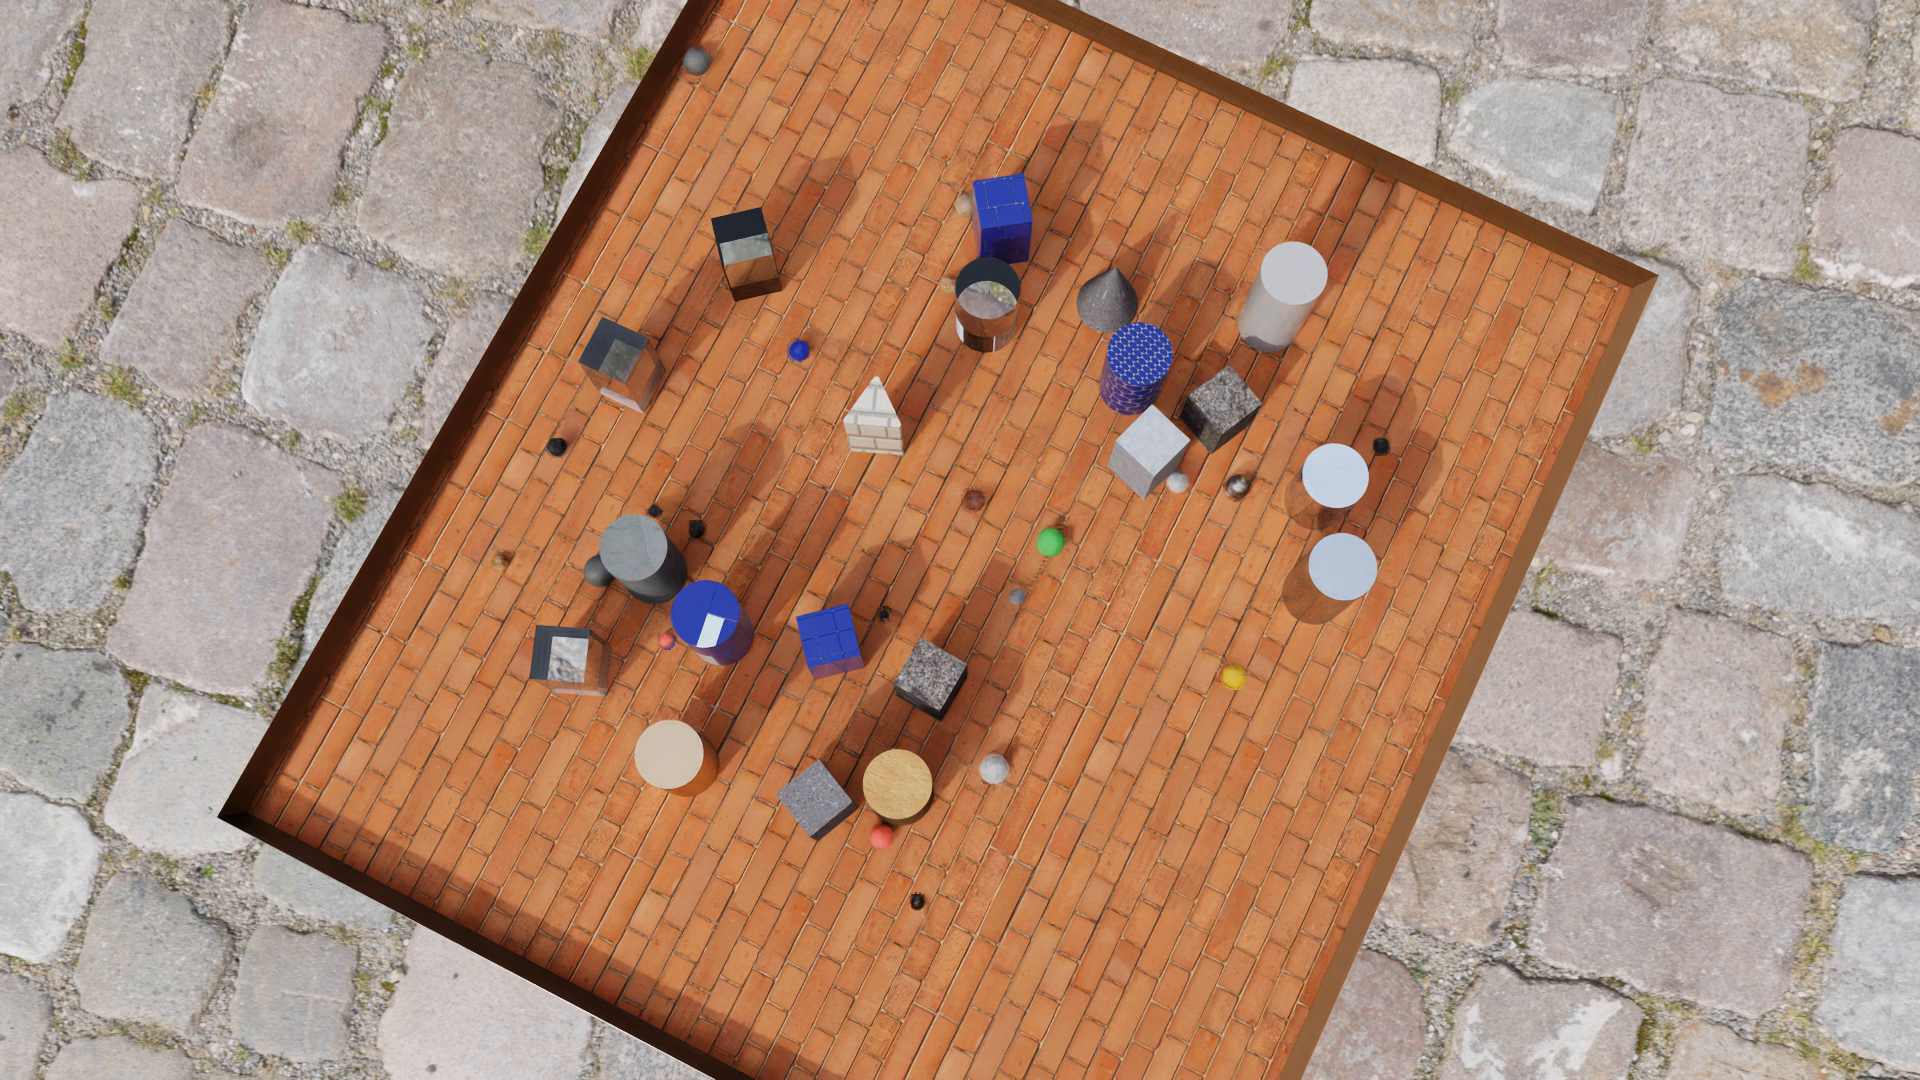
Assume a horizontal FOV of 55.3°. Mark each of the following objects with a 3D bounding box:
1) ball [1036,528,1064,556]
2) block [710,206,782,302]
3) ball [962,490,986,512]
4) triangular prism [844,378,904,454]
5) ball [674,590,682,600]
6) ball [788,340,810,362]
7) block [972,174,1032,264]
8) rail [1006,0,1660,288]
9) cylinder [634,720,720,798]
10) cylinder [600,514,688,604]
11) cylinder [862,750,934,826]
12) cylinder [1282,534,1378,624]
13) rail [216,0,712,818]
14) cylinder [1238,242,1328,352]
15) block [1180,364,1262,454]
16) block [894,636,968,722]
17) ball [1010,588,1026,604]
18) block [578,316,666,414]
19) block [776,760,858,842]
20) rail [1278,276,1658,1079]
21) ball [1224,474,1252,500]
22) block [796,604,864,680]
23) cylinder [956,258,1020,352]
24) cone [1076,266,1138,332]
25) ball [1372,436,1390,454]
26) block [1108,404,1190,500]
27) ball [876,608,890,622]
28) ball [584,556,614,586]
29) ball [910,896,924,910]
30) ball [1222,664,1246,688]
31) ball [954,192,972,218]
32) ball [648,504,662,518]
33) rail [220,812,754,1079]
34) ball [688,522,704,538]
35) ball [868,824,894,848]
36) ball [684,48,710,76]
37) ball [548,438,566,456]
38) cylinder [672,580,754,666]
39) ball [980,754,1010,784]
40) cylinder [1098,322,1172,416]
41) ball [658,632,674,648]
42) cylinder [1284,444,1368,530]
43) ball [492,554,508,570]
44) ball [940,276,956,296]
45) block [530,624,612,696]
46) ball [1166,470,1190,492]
[{"bbox_3d":[0.275,0.007,5.570,0.087,0.087,0.087,0,78,0],"label":"ball"},{"bbox_3d":[-0.653,-0.874,5.632,0.155,0.323,0.155,-13,79,-3],"label":"block"},{"bbox_3d":[0.043,-0.122,5.607,0.069,0.069,0.069,0,78,0],"label":"ball"},{"bbox_3d":[-0.251,-0.376,5.526,0.168,0.330,0.145,5,78,1],"label":"triangular prism"},{"bbox_3d":[-0.840,0.176,5.555,0.050,0.050,0.050,0,78,0],"label":"ball"},{"bbox_3d":[-0.500,-0.588,5.704,0.066,0.066,0.066,0,78,0],"label":"ball"},{"bbox_3d":[0.127,-0.979,5.646,0.155,0.338,0.155,-9,78,-2],"label":"block"},{"bbox_3d":[0.753,-1.468,5.855,3.122,0.126,0.045,26,80,5],"label":"rail"},{"bbox_3d":[-0.816,0.636,5.308,0.194,0.347,0.194,0,78,0],"label":"cylinder"},{"bbox_3d":[-0.929,0.061,5.405,0.194,0.390,0.194,0,78,0],"label":"cylinder"},{"bbox_3d":[-0.174,0.717,5.284,0.194,0.361,0.194,0,78,0],"label":"cylinder"},{"bbox_3d":[1.078,0.119,5.370,0.194,0.434,0.194,0,78,0],"label":"cylinder"},{"bbox_3d":[-1.375,-0.666,5.689,0.045,0.126,3.415,26,80,5],"label":"rail"},{"bbox_3d":[0.969,-0.728,5.536,0.194,0.453,0.194,0,78,0],"label":"cylinder"},{"bbox_3d":[0.791,-0.395,5.574,0.155,0.242,0.155,-37,81,-7],"label":"block"},{"bbox_3d":[-0.084,0.412,5.379,0.155,0.299,0.155,30,80,6],"label":"block"},{"bbox_3d":[0.174,0.172,5.556,0.048,0.048,0.048,0,78,0],"label":"ball"},{"bbox_3d":[-1.022,-0.527,5.559,0.155,0.325,0.155,25,79,5],"label":"block"},{"bbox_3d":[-0.410,0.756,5.303,0.155,0.307,0.155,-39,81,-7],"label":"block"},{"bbox_3d":[1.375,0.680,5.411,0.045,0.126,3.415,26,80,5],"label":"rail"},{"bbox_3d":[0.852,-0.164,5.610,0.080,0.080,0.080,0,78,0],"label":"ball"},{"bbox_3d":[-0.381,0.303,5.418,0.155,0.265,0.155,-14,79,-3],"label":"block"},{"bbox_3d":[0.082,-0.714,5.597,0.194,0.328,0.194,0,78,0],"label":"cylinder"},{"bbox_3d":[0.464,-0.778,5.605,0.194,0.338,0.194,0,78,0],"label":"cone"},{"bbox_3d":[1.298,-0.291,5.650,0.053,0.053,0.053,0,78,0],"label":"ball"},{"bbox_3d":[0.565,-0.261,5.514,0.155,0.307,0.155,44,82,8],"label":"block"},{"bbox_3d":[-0.231,0.226,5.549,0.040,0.040,0.040,0,78,0],"label":"ball"},{"bbox_3d":[-1.090,0.094,5.548,0.097,0.097,0.097,0,78,0],"label":"ball"},{"bbox_3d":[-0.125,1.064,5.374,0.044,0.044,0.044,0,78,0],"label":"ball"},{"bbox_3d":[0.822,0.408,5.496,0.071,0.071,0.071,0,78,0],"label":"ball"},{"bbox_3d":[0.021,-1.060,5.797,0.076,0.076,0.076,0,78,0],"label":"ball"},{"bbox_3d":[-0.936,-0.089,5.614,0.041,0.041,0.041,0,78,0],"label":"ball"},{"bbox_3d":[-0.753,1.482,5.245,3.122,0.126,0.045,26,80,5],"label":"rail"},{"bbox_3d":[-0.805,-0.031,5.597,0.051,0.051,0.051,0,78,0],"label":"ball"},{"bbox_3d":[-0.233,0.873,5.400,0.071,0.071,0.071,0,78,0],"label":"ball"},{"bbox_3d":[-0.846,-1.538,5.890,0.088,0.088,0.088,0,78,0],"label":"ball"},{"bbox_3d":[-1.242,-0.287,5.647,0.057,0.057,0.057,0,78,0],"label":"ball"},{"bbox_3d":[-0.721,0.247,5.373,0.194,0.377,0.194,0,78,0],"label":"cylinder"},{"bbox_3d":[0.101,0.679,5.430,0.090,0.090,0.090,0,78,0],"label":"ball"},{"bbox_3d":[0.530,-0.515,5.555,0.194,0.330,0.194,0,78,0],"label":"cylinder"},{"bbox_3d":[-0.886,0.301,5.530,0.047,0.047,0.047,0,78,0],"label":"ball"},{"bbox_3d":[1.094,-0.156,5.490,0.194,0.312,0.194,0,78,0],"label":"cylinder"},{"bbox_3d":[-1.399,0.066,5.577,0.050,0.050,0.050,0,78,0],"label":"ball"},{"bbox_3d":[-0.033,-0.798,5.752,0.058,0.058,0.058,0,78,0],"label":"ball"},{"bbox_3d":[-1.138,0.357,5.373,0.155,0.333,0.155,4,78,1],"label":"block"},{"bbox_3d":[0.669,-0.179,5.618,0.069,0.069,0.069,0,78,0],"label":"ball"}]
